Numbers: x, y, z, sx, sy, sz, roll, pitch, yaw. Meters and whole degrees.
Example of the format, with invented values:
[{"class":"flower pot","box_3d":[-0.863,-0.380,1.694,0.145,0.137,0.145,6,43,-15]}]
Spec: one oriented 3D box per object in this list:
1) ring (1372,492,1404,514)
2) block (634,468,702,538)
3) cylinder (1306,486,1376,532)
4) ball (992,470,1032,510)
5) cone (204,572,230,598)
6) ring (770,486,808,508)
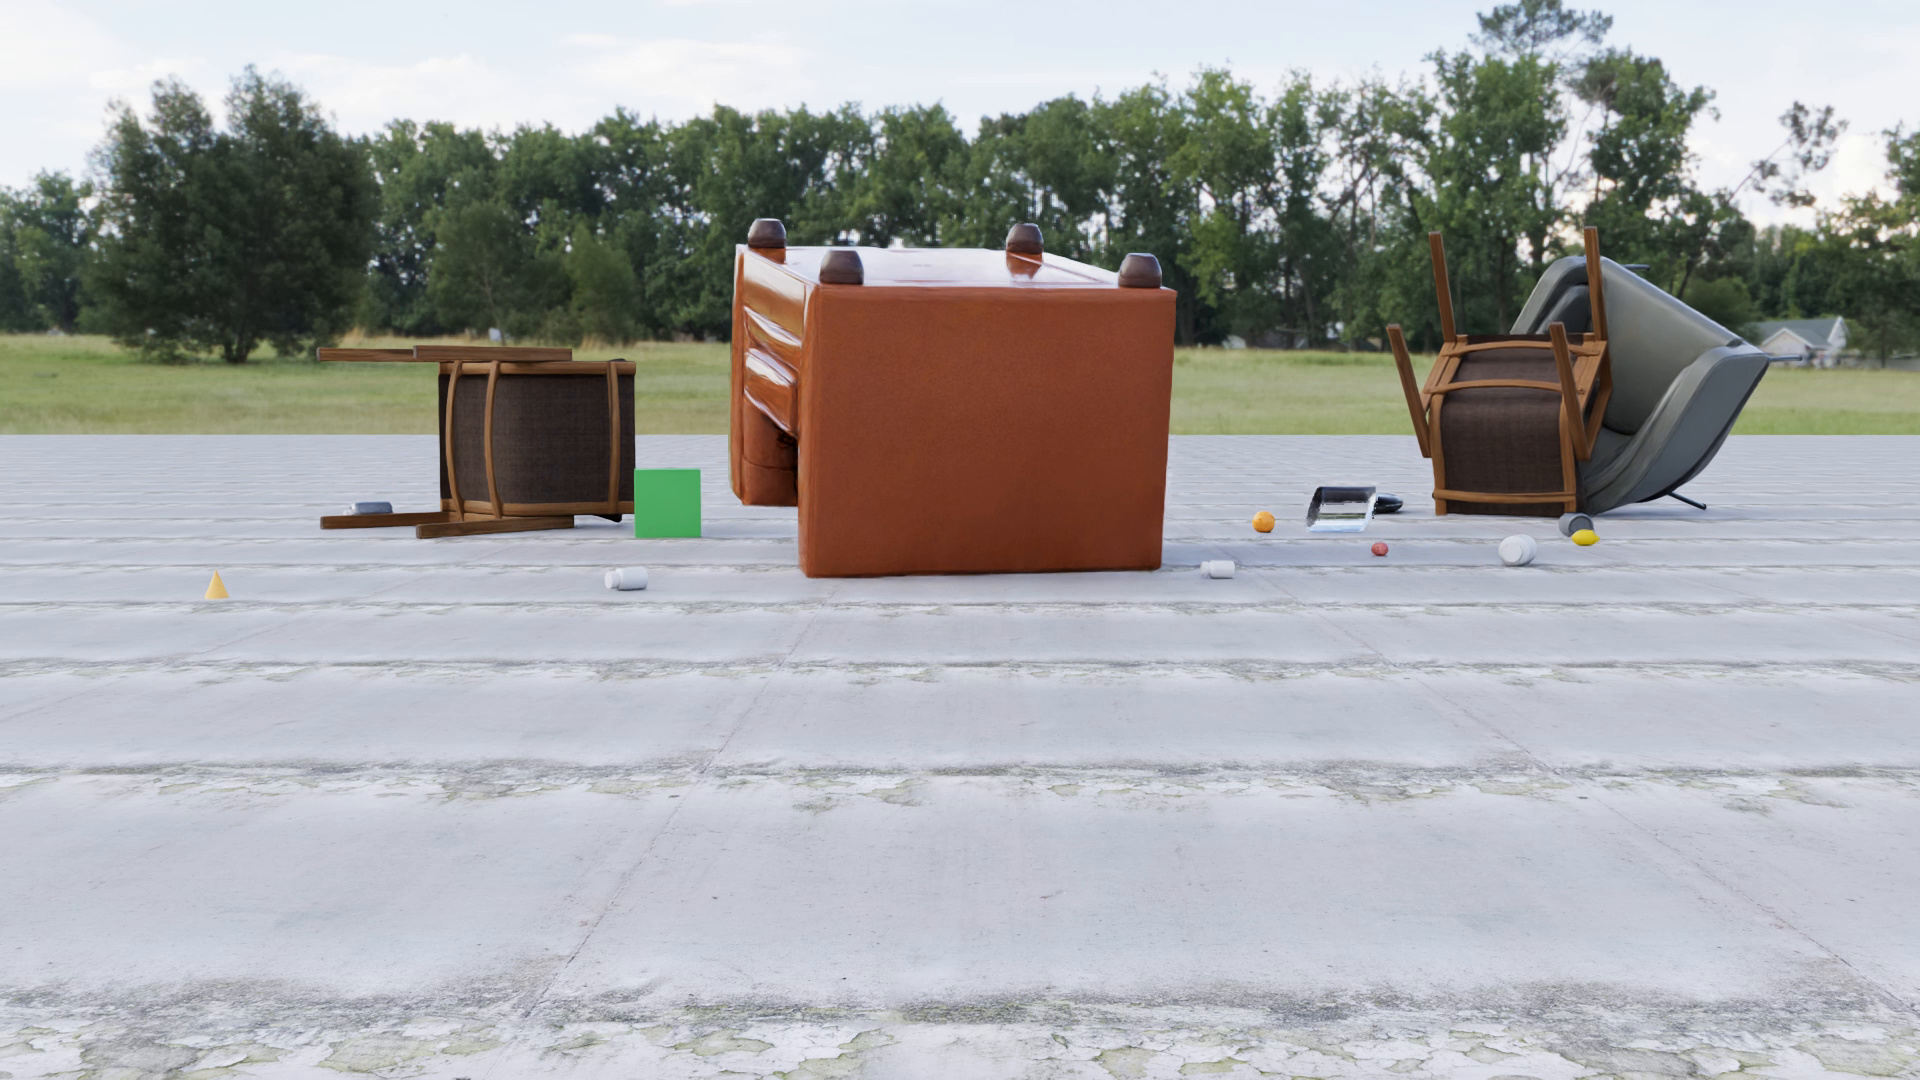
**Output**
[{"class":"ring","box_3d":[1.449,-0.134,8.024,0.314,0.066,0.389,2,5,40]},{"class":"block","box_3d":[-0.894,-0.114,6.718,0.197,0.204,0.160,-1,4,-9]},{"class":"cylinder","box_3d":[1.186,-0.095,6.848,0.176,0.192,0.072,-1,47,-11]},{"class":"ball","box_3d":[0.195,-0.190,8.218,0.150,0.150,0.150,0,4,0]},{"class":"cone","box_3d":[-1.600,0.094,4.732,0.051,0.062,0.057,1,4,11]},{"class":"ring","box_3d":[-0.650,-0.164,8.381,0.150,0.078,0.094,0,1,-27]}]
